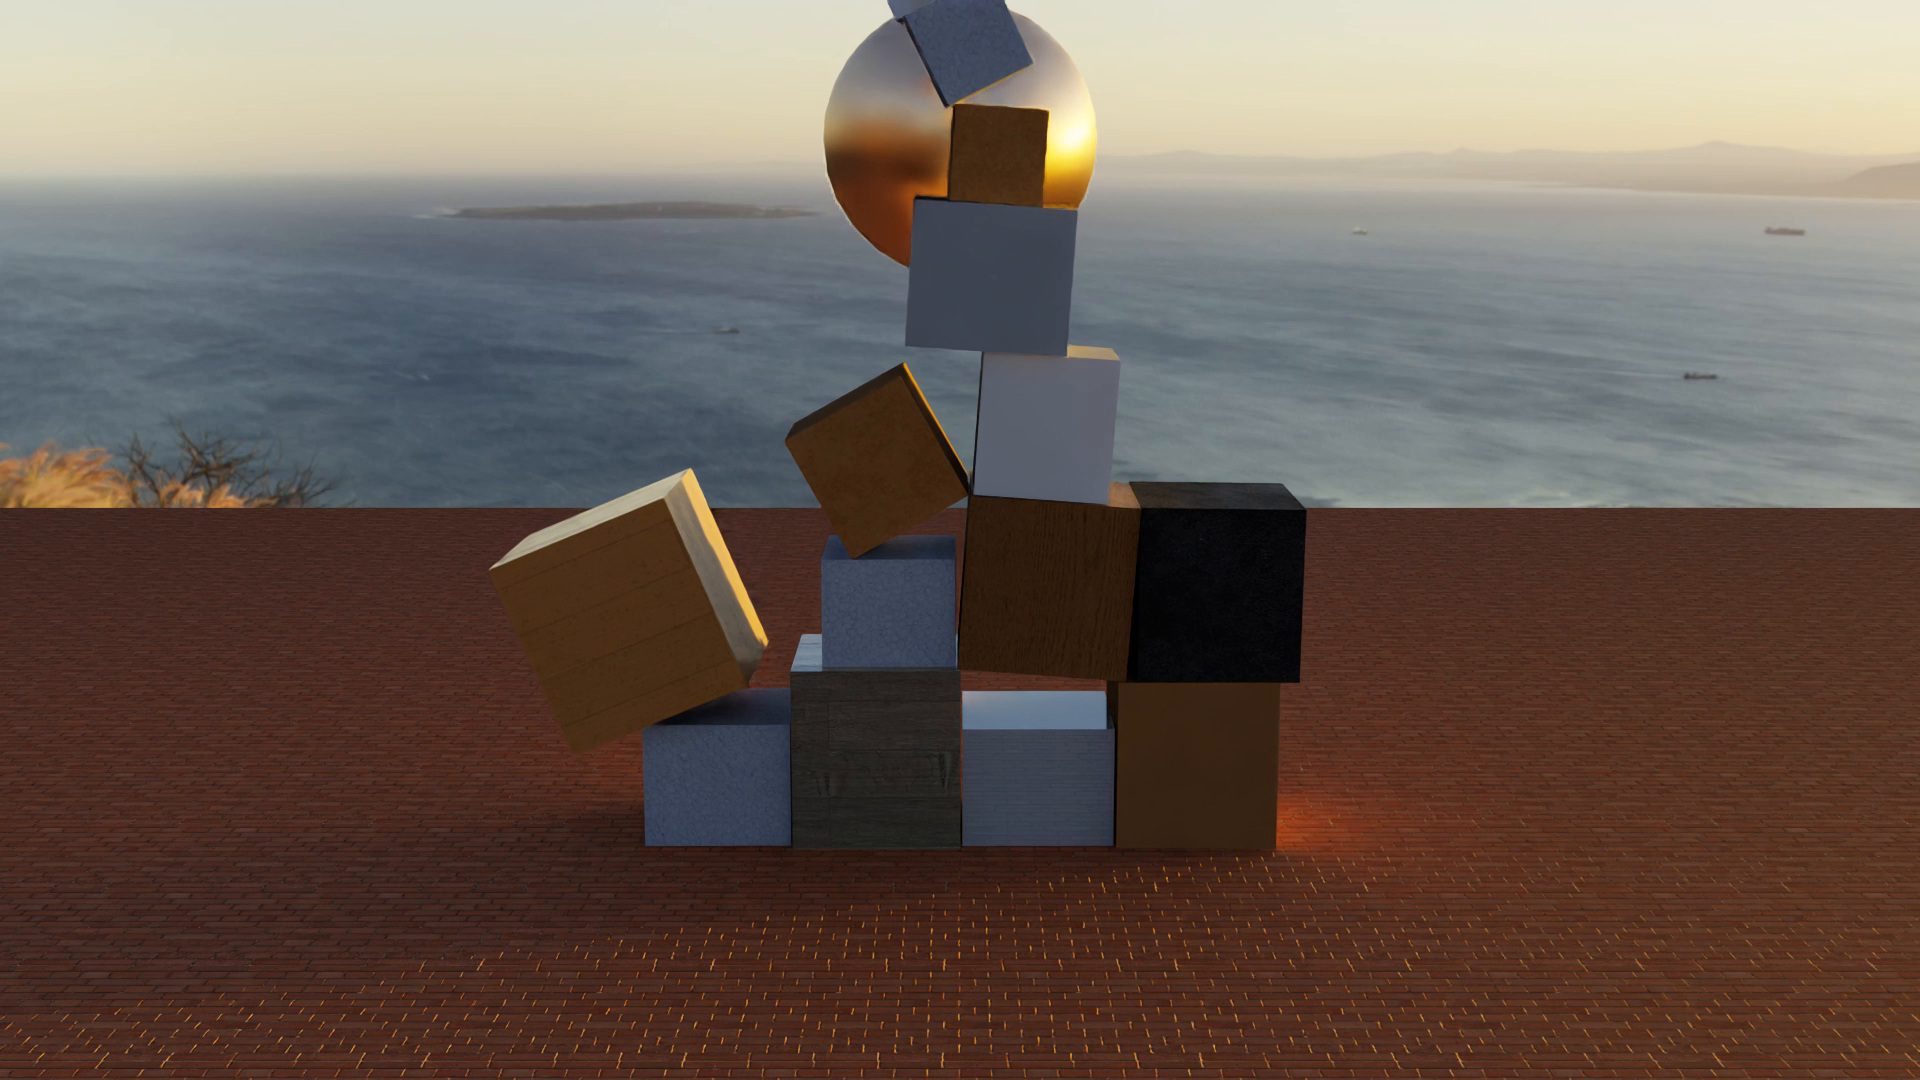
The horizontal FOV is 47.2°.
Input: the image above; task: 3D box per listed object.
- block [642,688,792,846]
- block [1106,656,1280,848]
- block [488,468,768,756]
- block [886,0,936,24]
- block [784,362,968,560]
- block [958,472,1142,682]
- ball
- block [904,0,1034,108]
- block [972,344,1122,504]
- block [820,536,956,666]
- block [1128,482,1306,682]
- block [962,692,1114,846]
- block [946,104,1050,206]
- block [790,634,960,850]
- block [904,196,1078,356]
[{"bbox_3d":[-1.220,1.165,11.400,0.736,0.629,0.755,0,10,0],"label":"block"},{"bbox_3d":[1.185,1.052,11.382,0.803,0.858,0.853,0,10,0],"label":"block"},{"bbox_3d":[-1.664,0.345,11.241,0.944,1.016,0.941,-22,9,5],"label":"block"},{"bbox_3d":[-0.209,-2.830,10.660,0.432,0.487,0.492,-25,10,6],"label":"block"},{"bbox_3d":[-0.410,-0.413,11.120,0.657,0.675,0.707,-29,9,5],"label":"block"},{"bbox_3d":[0.438,0.171,11.228,0.839,0.871,0.816,4,10,-1],"label":"block"},{"bbox_3d":[0.000,-2.340,12.863,1.600,1.600,1.600,0,10,0],"label":"ball"},{"bbox_3d":[0.036,-2.421,10.704,0.453,0.463,0.504,-26,10,2],"label":"block"},{"bbox_3d":[0.423,-0.606,11.063,0.666,0.710,0.655,4,10,-1],"label":"block"},{"bbox_3d":[-0.354,0.303,11.243,0.664,0.544,0.686,0,10,0],"label":"block"},{"bbox_3d":[1.285,0.199,11.224,0.804,0.869,0.850,1,10,0],"label":"block"},{"bbox_3d":[0.393,1.174,11.412,0.760,0.606,0.774,0,10,0],"label":"block"},{"bbox_3d":[0.181,-1.892,10.801,0.449,0.462,0.460,3,10,-3],"label":"block"},{"bbox_3d":[-0.418,1.026,11.357,0.841,0.919,0.833,0,10,0],"label":"block"},{"bbox_3d":[0.147,-1.323,10.928,0.784,0.704,0.751,4,10,-1],"label":"block"}]
